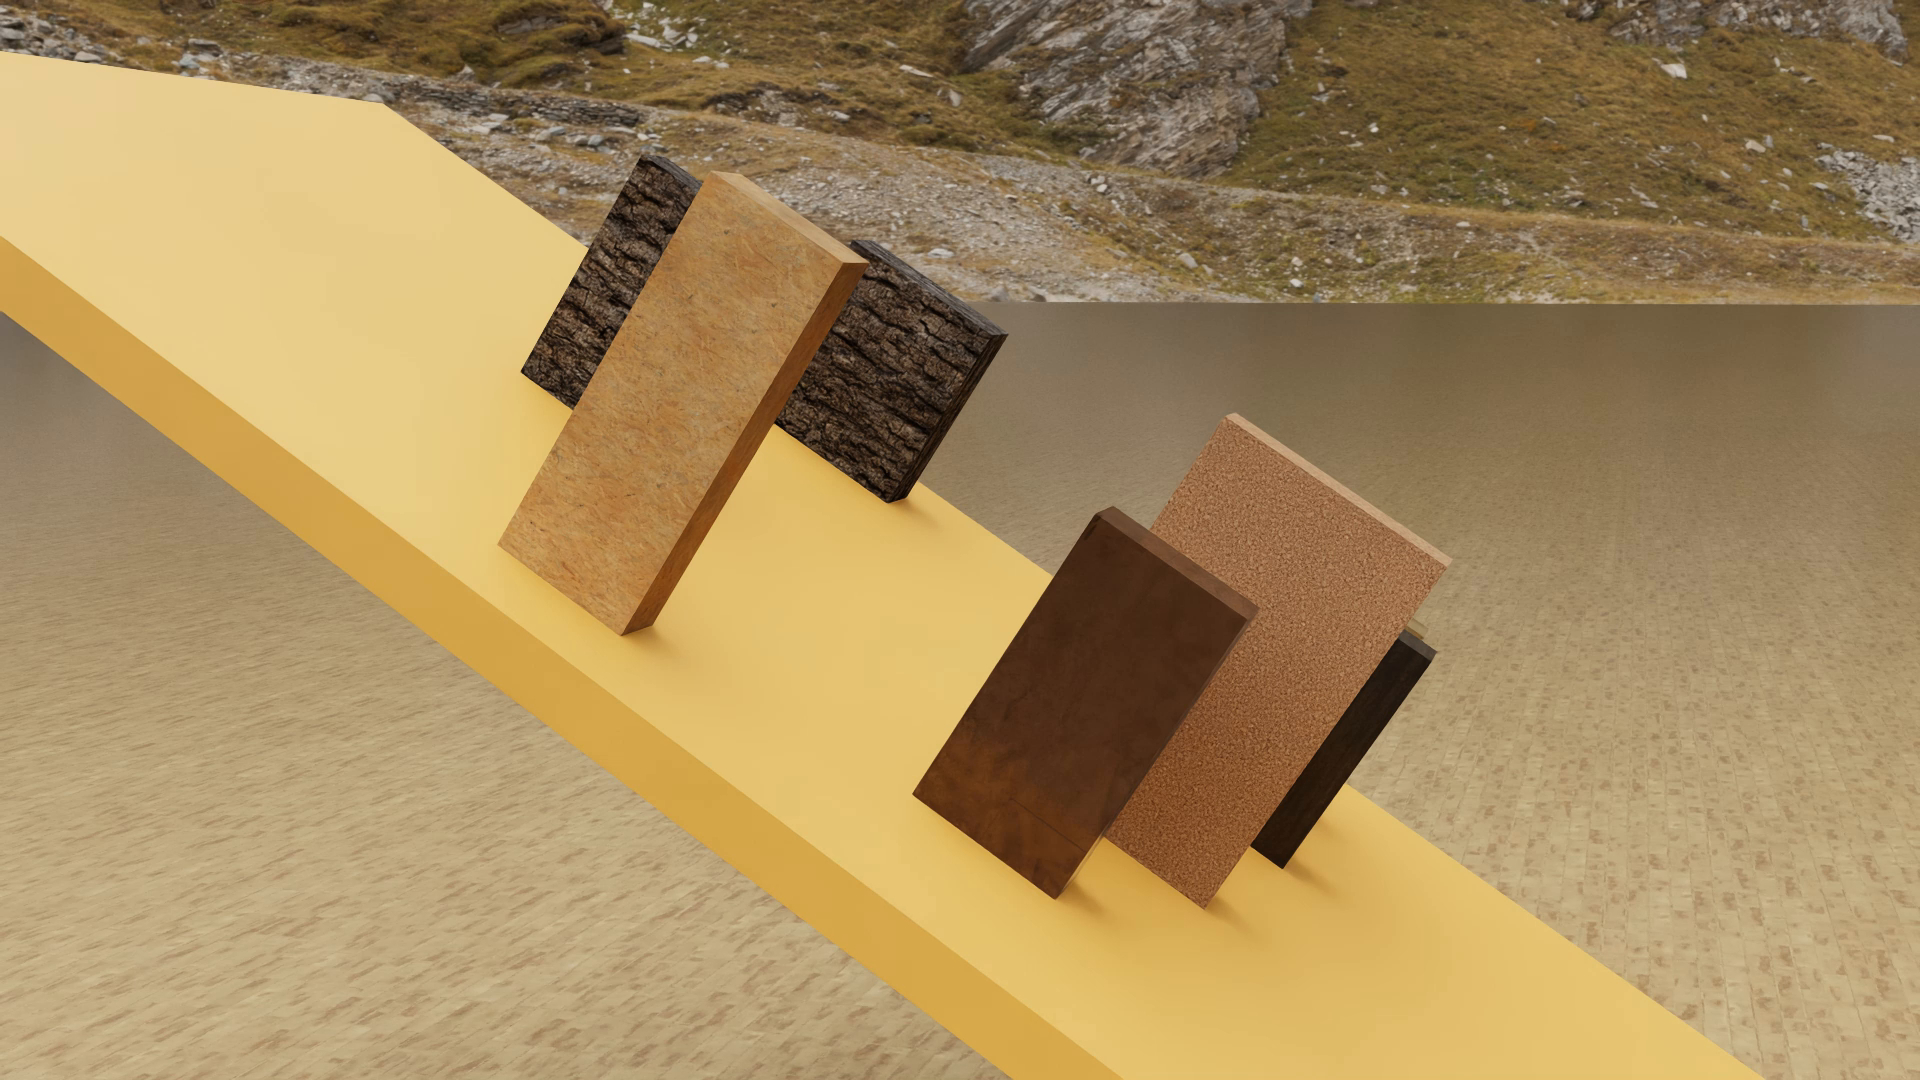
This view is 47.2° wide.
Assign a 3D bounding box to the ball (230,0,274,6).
[{"bbox_3d":[-1.346,-1.112,4.163,0.194,0.194,0.194,0,7,0],"label":"ball"}]

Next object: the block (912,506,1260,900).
[{"bbox_3d":[0.193,0.252,3.417,0.278,0.540,0.119,35,15,10],"label":"block"}]

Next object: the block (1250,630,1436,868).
[{"bbox_3d":[0.575,0.290,4.165,0.436,0.488,0.115,35,15,10],"label":"block"}]

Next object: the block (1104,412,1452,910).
[{"bbox_3d":[0.440,0.206,3.720,0.435,0.715,0.103,35,15,10],"label":"block"}]

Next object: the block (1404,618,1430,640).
[{"bbox_3d":[0.687,0.278,4.496,0.327,0.453,0.110,35,15,10],"label":"block"}]

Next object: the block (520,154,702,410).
[{"bbox_3d":[-0.542,-0.412,4.142,0.390,0.483,0.101,35,15,10],"label":"block"}]

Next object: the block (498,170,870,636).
[{"bbox_3d":[-0.426,-0.204,3.350,0.247,0.675,0.115,35,15,10],"label":"block"}]

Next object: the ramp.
[{"bbox_3d":[-0.132,0.221,4.102,4.000,0.100,2.000,35,15,10],"label":"ramp"}]

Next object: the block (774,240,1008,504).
[{"bbox_3d":[-0.176,-0.372,4.839,0.374,0.439,0.134,35,15,10],"label":"block"}]
